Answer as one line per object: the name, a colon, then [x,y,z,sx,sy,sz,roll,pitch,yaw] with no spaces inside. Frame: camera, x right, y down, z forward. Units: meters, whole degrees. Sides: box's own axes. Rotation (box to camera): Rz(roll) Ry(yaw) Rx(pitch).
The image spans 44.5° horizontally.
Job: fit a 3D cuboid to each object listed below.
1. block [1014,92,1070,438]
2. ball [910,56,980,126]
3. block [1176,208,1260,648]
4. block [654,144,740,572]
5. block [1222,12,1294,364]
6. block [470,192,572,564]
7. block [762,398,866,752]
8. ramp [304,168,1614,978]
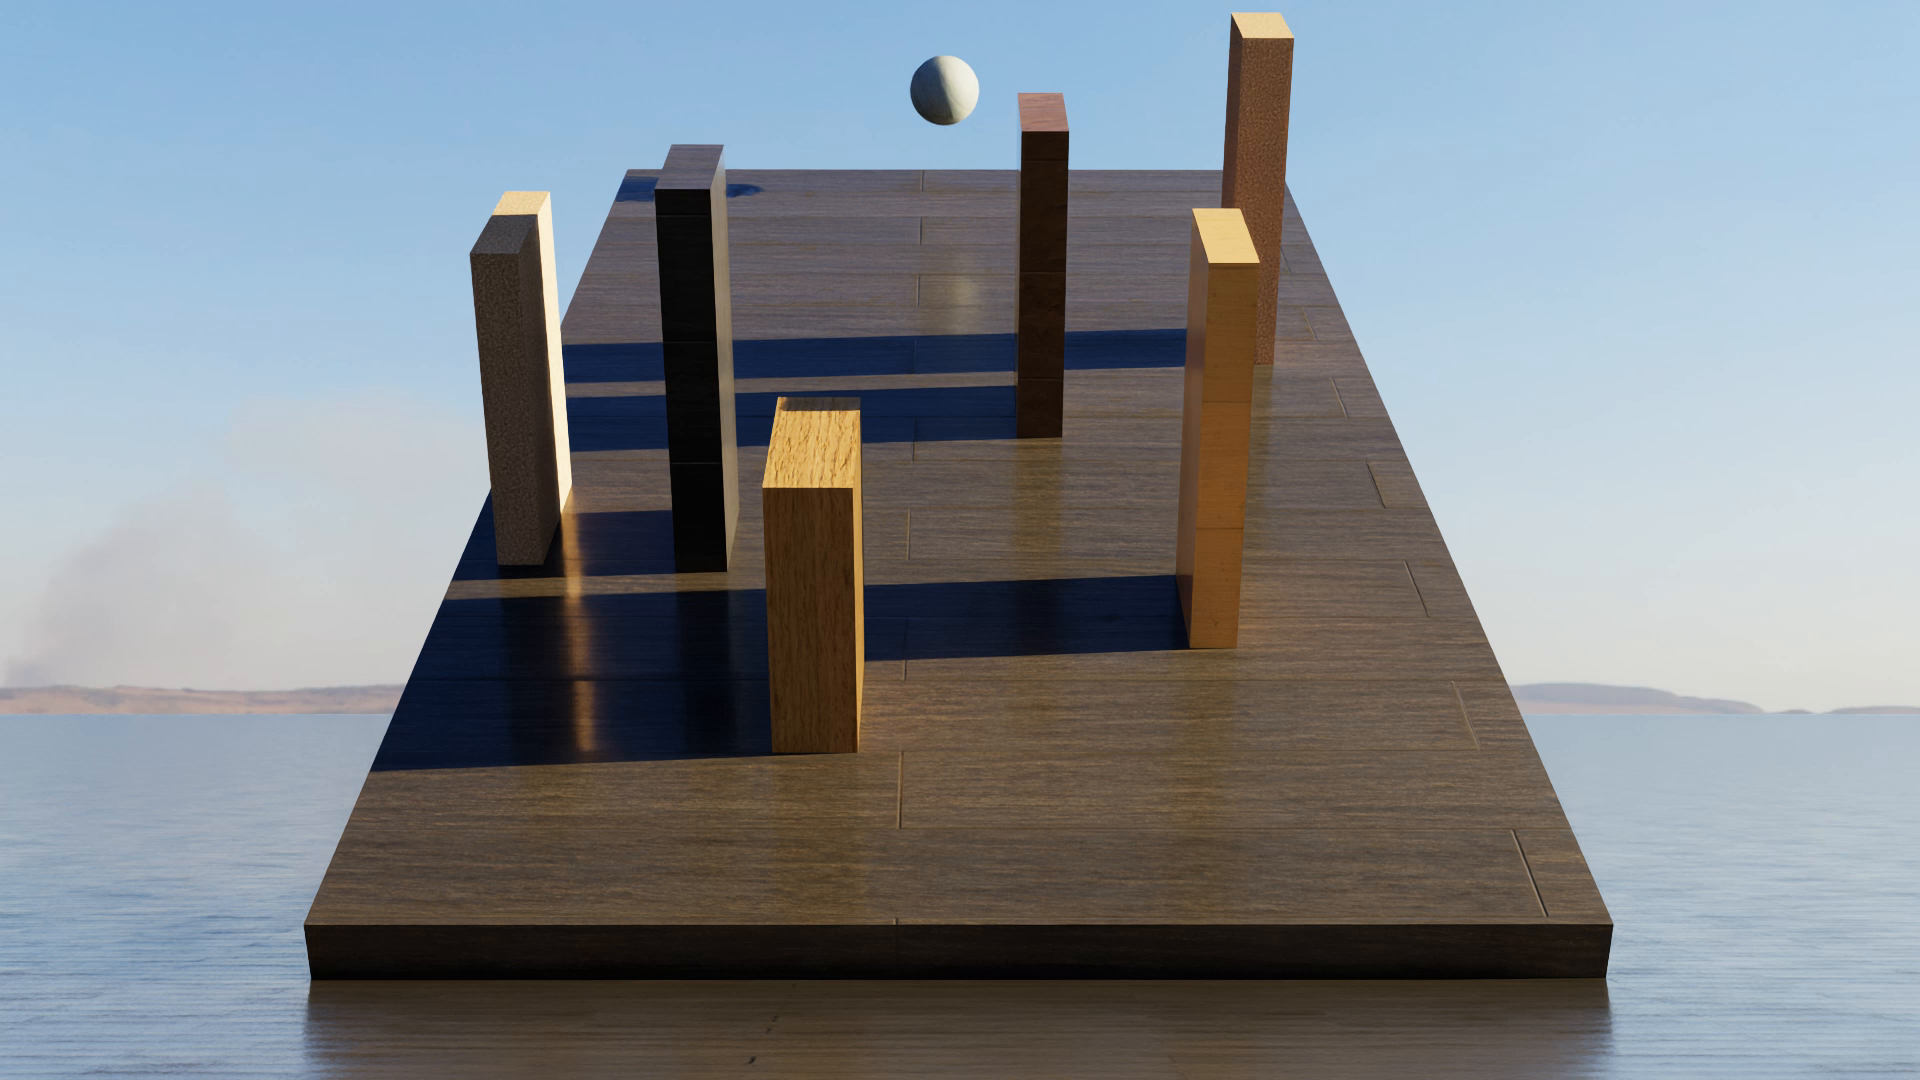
block: [0.180,-0.619,5.292,0.102,0.707,0.316,0,26,0]
ball: [-0.046,-1.323,6.914,0.203,0.203,0.203,0,-4,0]
block: [0.474,-0.206,4.370,0.088,0.756,0.308,0,26,0]
block: [-0.515,-0.356,4.643,0.103,0.789,0.297,0,26,0]
block: [0.705,-0.843,5.658,0.116,0.799,0.255,0,26,0]
block: [-0.881,-0.330,4.744,0.090,0.653,0.395,0,26,0]
block: [-0.250,0.056,4.115,0.147,0.501,0.393,0,26,0]
ramp: [-0.009,-0.229,5.411,2.000,0.100,4.000,0,26,0]
